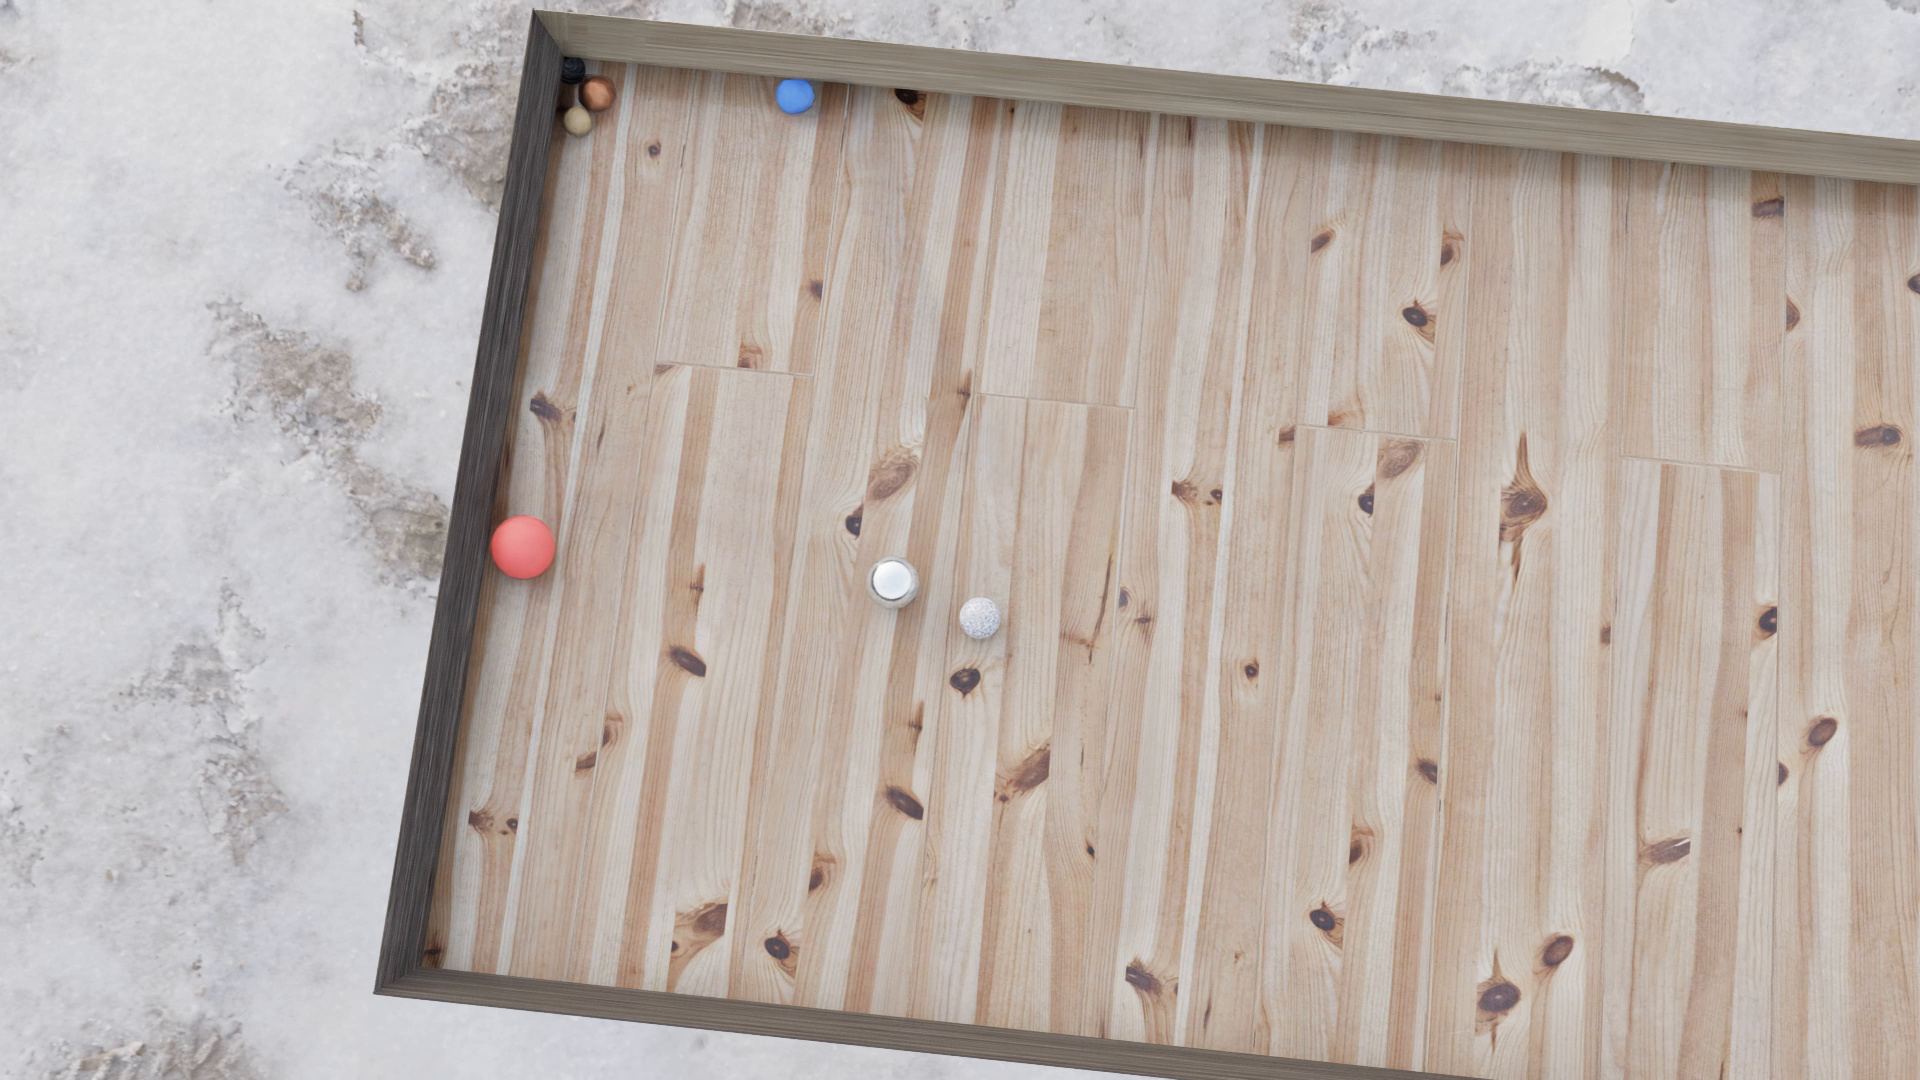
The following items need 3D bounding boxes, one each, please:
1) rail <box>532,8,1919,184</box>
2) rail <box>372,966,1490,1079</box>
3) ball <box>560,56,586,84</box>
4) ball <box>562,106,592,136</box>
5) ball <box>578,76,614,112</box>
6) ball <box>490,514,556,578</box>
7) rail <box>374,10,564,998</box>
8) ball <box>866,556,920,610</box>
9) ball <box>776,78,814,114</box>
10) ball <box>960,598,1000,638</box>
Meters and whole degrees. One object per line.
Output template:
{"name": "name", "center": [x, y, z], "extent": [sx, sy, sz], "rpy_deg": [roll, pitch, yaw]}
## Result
{"name": "rail", "center": [0.820, -0.643, 3.449], "extent": [2.997, 0.124, 0.045], "rpy_deg": [6, 77, 1]}
{"name": "rail", "center": [0.670, 0.777, 3.110], "extent": [2.997, 0.124, 0.045], "rpy_deg": [6, 77, 1]}
{"name": "ball", "center": [-0.623, -0.753, 3.515], "extent": [0.048, 0.048, 0.048], "rpy_deg": [0, 77, 0]}
{"name": "ball", "center": [-0.608, -0.665, 3.495], "extent": [0.046, 0.046, 0.046], "rpy_deg": [0, 77, 0]}
{"name": "ball", "center": [-0.580, -0.710, 3.500], "extent": [0.057, 0.057, 0.057], "rpy_deg": [0, 77, 0]}
{"name": "ball", "center": [-0.657, 0.010, 3.309], "extent": [0.096, 0.096, 0.096], "rpy_deg": [0, 77, 0]}
{"name": "rail", "center": [-0.722, -0.080, 3.315], "extent": [0.045, 0.124, 1.515], "rpy_deg": [6, 77, 1]}
{"name": "ball", "center": [-0.102, 0.063, 3.303], "extent": [0.081, 0.081, 0.081], "rpy_deg": [0, 77, 0]}
{"name": "ball", "center": [-0.262, -0.707, 3.498], "extent": [0.059, 0.059, 0.059], "rpy_deg": [0, 77, 0]}
{"name": "ball", "center": [0.030, 0.117, 3.300], "extent": [0.062, 0.062, 0.062], "rpy_deg": [0, 77, 0]}
